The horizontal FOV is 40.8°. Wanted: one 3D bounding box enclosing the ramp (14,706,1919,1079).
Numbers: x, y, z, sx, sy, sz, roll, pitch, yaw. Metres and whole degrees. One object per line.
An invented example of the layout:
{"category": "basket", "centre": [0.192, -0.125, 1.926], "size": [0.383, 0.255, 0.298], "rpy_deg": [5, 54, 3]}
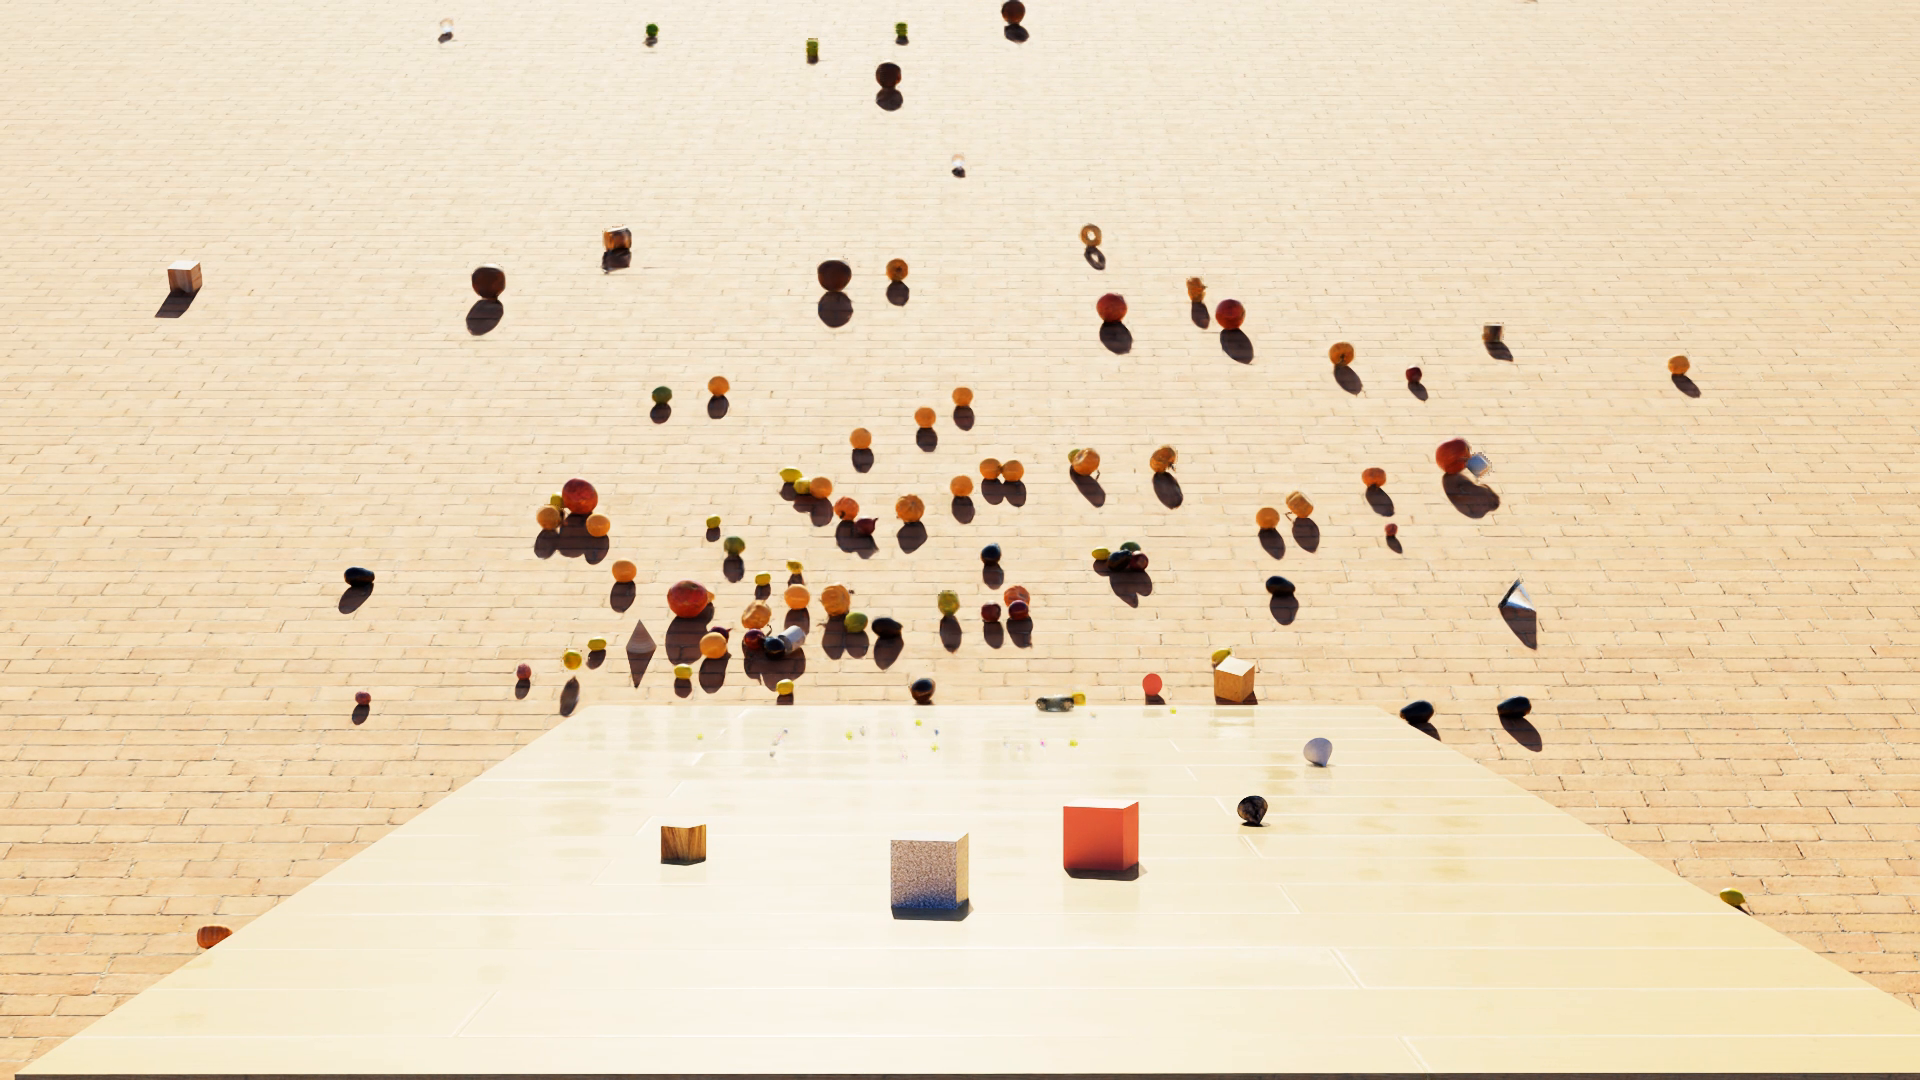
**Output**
{"category": "ramp", "centre": [0.058, 0.525, 4.563], "size": [2.000, 0.100, 4.000], "rpy_deg": [0, 2, 0]}

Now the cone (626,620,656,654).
{"category": "cone", "centre": [-0.871, 0.253, 7.026], "size": [0.087, 0.087, 0.087], "rpy_deg": [0, 26, 0]}

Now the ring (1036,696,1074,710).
{"category": "ring", "centre": [0.238, 0.408, 6.460], "size": [0.098, 0.033, 0.098], "rpy_deg": [-1, 2, 0]}

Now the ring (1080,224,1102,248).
{"category": "ring", "centre": [0.512, -1.185, 10.034], "size": [0.094, 0.094, 0.031], "rpy_deg": [14, 27, 27]}

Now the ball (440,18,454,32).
{"category": "ball", "centre": [-2.588, -2.600, 13.019], "size": [0.073, 0.073, 0.073], "rpy_deg": [0, 26, 0]}

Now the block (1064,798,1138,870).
{"category": "block", "centre": [0.214, 0.446, 3.913], "size": [0.094, 0.094, 0.094], "rpy_deg": [0, 2, 18]}

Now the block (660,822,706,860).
{"category": "block", "centre": [-0.427, 0.466, 3.989], "size": [0.051, 0.051, 0.051], "rpy_deg": [1, 2, 28]}

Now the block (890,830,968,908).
{"category": "block", "centre": [-0.042, 0.456, 3.573], "size": [0.093, 0.093, 0.093], "rpy_deg": [0, 2, 11]}

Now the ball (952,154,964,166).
{"category": "ball", "centre": [-0.008, -1.617, 10.976], "size": [0.058, 0.058, 0.058], "rpy_deg": [0, 26, 0]}

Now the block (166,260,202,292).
{"category": "block", "centre": [-2.886, -0.981, 9.605], "size": [0.091, 0.091, 0.091], "rpy_deg": [3, 26, 6]}

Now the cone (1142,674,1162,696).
{"category": "cone", "centre": [0.499, 0.381, 6.826], "size": [0.058, 0.058, 0.058], "rpy_deg": [-8, 0, -17]}

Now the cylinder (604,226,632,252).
{"category": "cylinder", "centre": [-1.328, -1.168, 10.004], "size": [0.083, 0.083, 0.083], "rpy_deg": [-18, 31, -32]}

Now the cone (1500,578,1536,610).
{"category": "cone", "centre": [1.581, 0.171, 7.248], "size": [0.096, 0.096, 0.096], "rpy_deg": [36, 35, 10]}

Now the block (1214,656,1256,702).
{"category": "block", "centre": [0.723, 0.367, 6.794], "size": [0.079, 0.079, 0.079], "rpy_deg": [15, 29, 29]}

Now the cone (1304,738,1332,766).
{"category": "cone", "centre": [0.733, 0.443, 5.229], "size": [0.062, 0.062, 0.062], "rpy_deg": [-3, 28, -7]}

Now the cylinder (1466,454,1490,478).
{"category": "cylinder", "centre": [1.613, -0.230, 8.029], "size": [0.055, 0.055, 0.055], "rpy_deg": [-22, 64, -39]}

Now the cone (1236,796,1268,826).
{"category": "cone", "centre": [0.500, 0.469, 4.360], "size": [0.053, 0.053, 0.053], "rpy_deg": [-2, 28, -5]}
